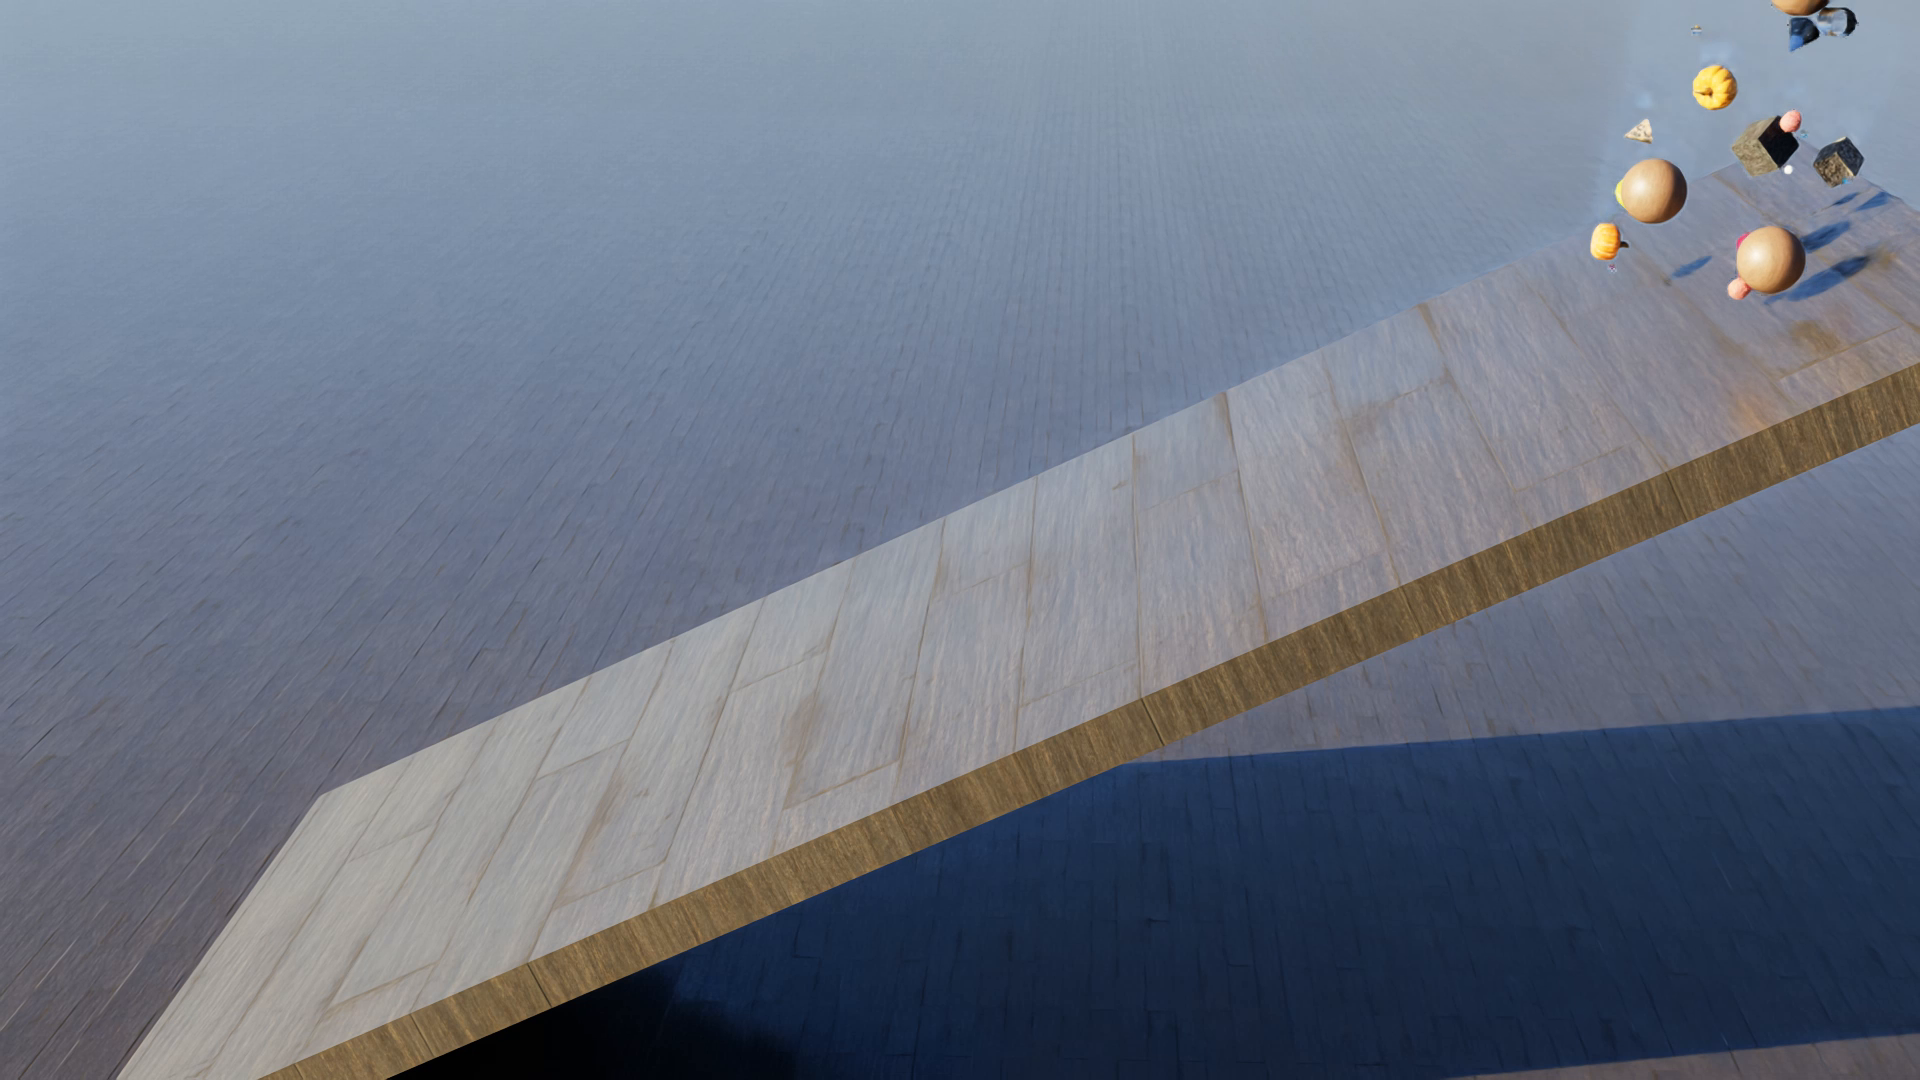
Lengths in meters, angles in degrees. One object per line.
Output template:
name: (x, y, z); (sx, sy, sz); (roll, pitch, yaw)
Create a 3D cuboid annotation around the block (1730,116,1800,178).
block: (1.628, -0.796, 5.948); (0.079, 0.079, 0.079); (-46, 16, -24)

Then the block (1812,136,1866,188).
block: (1.799, -0.773, 6.022); (0.064, 0.064, 0.064); (-26, 21, 51)

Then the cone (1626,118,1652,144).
cone: (1.374, -0.826, 5.978); (0.052, 0.052, 0.052); (-12, 16, 1)

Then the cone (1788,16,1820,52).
cone: (1.686, -1.007, 5.927); (0.067, 0.067, 0.067); (15, 60, 42)

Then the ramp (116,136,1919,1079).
ramp: (0.136, 0.169, 6.282); (4.000, 0.100, 2.000); (-24, 13, 9)

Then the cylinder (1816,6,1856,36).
cylinder: (1.666, -0.985, 5.590); (0.054, 0.054, 0.054); (-3, 14, -12)
